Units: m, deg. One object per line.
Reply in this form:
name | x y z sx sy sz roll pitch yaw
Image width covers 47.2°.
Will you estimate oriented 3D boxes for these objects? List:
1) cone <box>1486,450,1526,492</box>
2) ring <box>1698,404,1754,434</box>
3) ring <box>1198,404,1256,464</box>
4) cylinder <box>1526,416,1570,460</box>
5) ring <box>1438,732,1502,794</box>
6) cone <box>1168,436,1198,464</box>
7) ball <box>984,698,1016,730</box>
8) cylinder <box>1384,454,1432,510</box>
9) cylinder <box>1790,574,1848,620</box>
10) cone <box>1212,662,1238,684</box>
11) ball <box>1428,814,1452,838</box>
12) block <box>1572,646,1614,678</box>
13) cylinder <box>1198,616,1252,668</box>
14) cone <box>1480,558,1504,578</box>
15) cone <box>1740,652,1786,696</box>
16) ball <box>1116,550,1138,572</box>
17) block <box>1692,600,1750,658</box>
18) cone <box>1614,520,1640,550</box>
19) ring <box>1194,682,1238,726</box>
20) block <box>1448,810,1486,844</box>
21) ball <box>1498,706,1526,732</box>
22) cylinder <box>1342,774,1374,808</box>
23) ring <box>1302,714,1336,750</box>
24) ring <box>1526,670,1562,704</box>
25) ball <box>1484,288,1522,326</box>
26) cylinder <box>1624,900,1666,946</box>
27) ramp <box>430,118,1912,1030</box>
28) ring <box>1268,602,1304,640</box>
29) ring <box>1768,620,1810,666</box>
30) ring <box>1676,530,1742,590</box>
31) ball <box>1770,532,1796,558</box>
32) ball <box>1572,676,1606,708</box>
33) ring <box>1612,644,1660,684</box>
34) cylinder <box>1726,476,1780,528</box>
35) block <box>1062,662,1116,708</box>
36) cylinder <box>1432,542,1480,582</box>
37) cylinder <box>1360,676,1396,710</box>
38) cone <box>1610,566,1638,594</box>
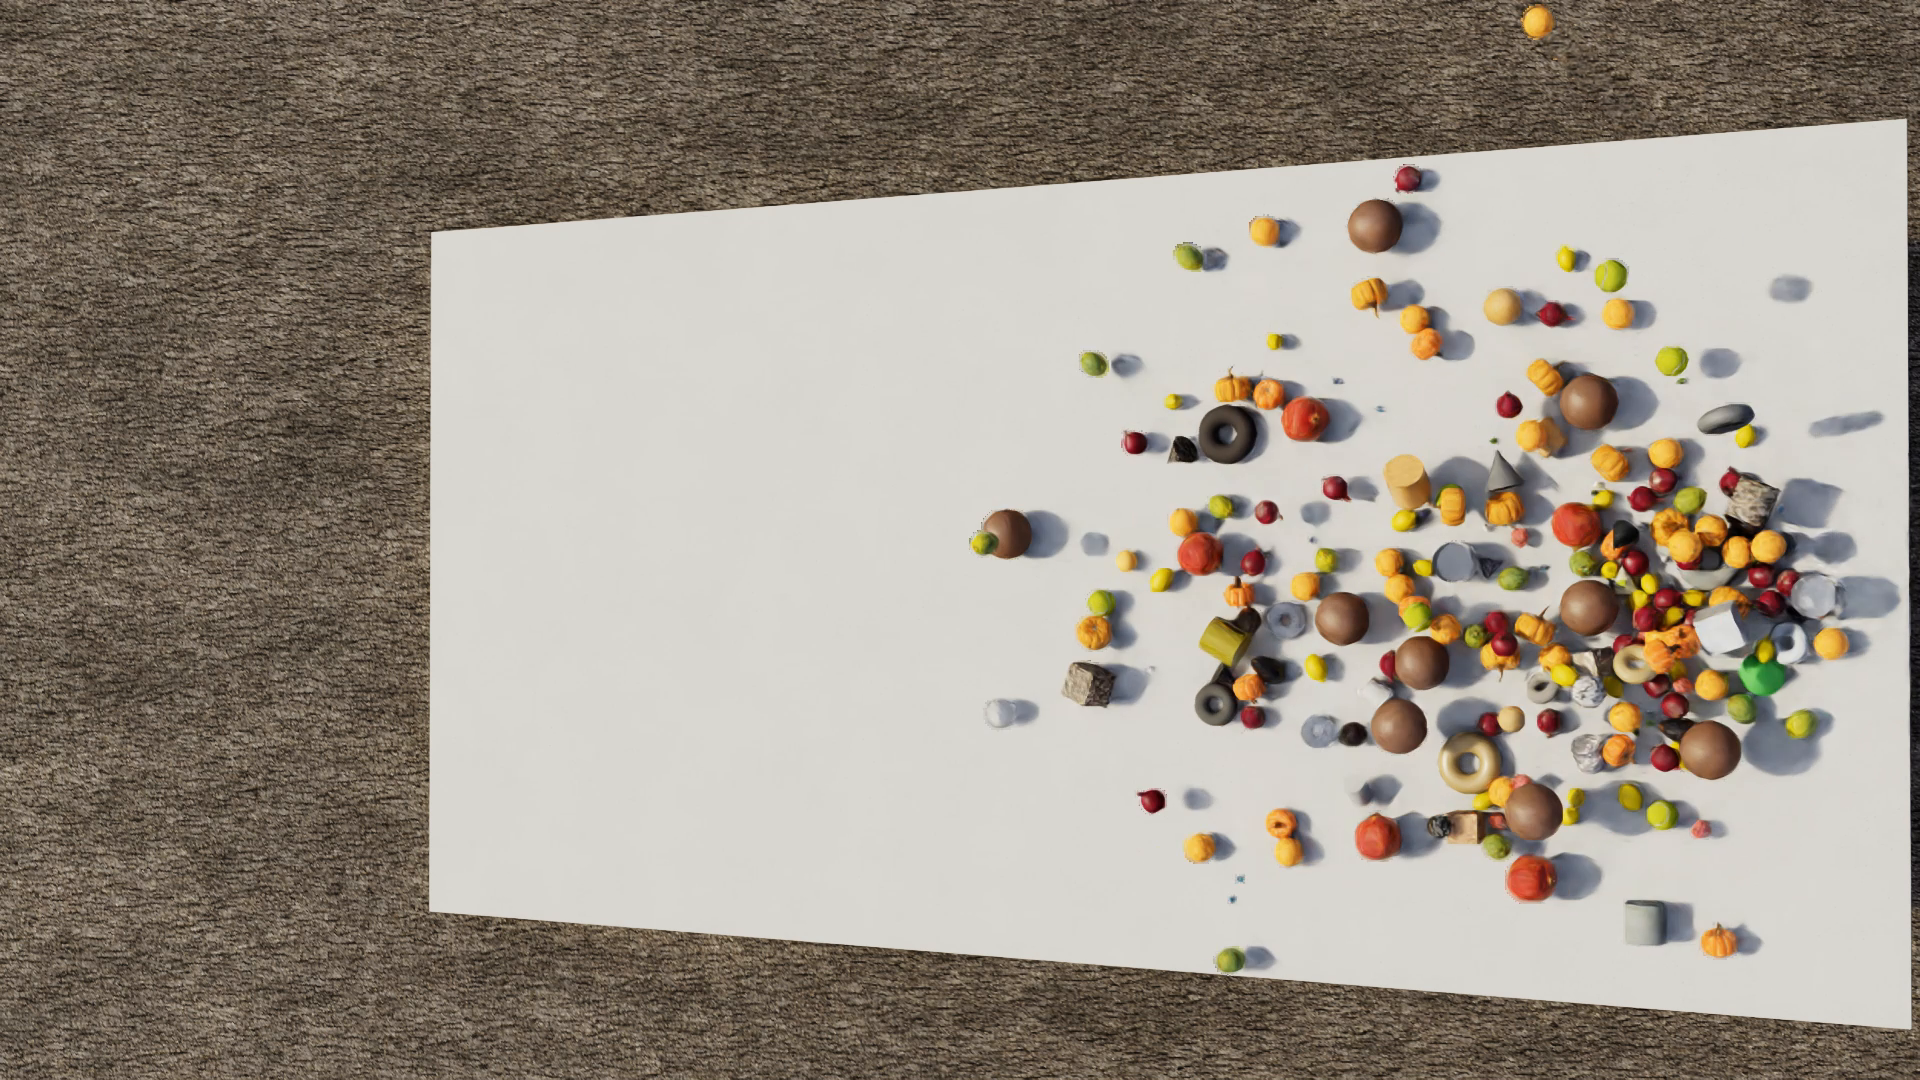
cone | 1.265 -0.168 5.141 0.095 0.095 0.095 -12 86 0
ring | 1.654 -0.261 4.750 0.120 0.120 0.040 -11 76 0
ring | 0.662 -0.261 5.451 0.148 0.049 0.148 0 91 24
cylinder | 1.367 -0.238 5.119 0.071 0.071 0.071 -35 75 0
ring | 1.204 0.527 5.196 0.149 0.050 0.149 -1 88 25
cone | 0.542 -0.210 5.512 0.075 0.075 0.075 18 54 -27
ball | 0.105 0.448 5.676 0.081 0.081 0.081 0 89 0
cylinder | 1.057 -0.137 5.192 0.095 0.095 0.095 -13 52 17
cylinder | 1.886 0.126 4.827 0.095 0.095 0.095 -4 83 37
cone | 0.663 0.342 5.455 0.057 0.057 0.057 28 89 -7
ball | 1.123 0.671 5.151 0.056 0.056 0.056 0 89 0
block | 1.460 0.284 5.062 0.061 0.061 0.061 -10 84 -32
cylinder | 0.654 0.251 5.423 0.094 0.094 0.094 32 89 21
cone | 1.258 0.059 5.184 0.054 0.054 0.054 -18 89 7
cone | 1.783 0.302 4.905 0.099 0.099 0.099 1 91 28
ball | 0.420 0.054 5.553 0.055 0.055 0.055 0 89 0
block | 1.683 0.195 4.865 0.085 0.085 0.085 -23 96 29
cone | 1.491 0.001 4.970 0.065 0.065 0.065 43 62 0
ring | 0.636 0.409 5.461 0.110 0.037 0.110 0 91 24
block | 1.194 0.677 5.183 0.071 0.071 0.071 -1 89 31
ball | 1.243 0.404 4.956 0.061 0.061 0.061 0 89 0
cylinder | 0.955 0.602 5.277 0.056 0.056 0.056 -36 124 0
ring | 0.873 0.467 5.357 0.087 0.029 0.087 0 89 26
ring | 1.359 0.341 5.114 0.093 0.093 0.031 -48 117 -1
ball | 1.273 -0.547 5.156 0.089 0.089 0.089 0 89 0
cylinder | 1.561 0.872 5.008 0.090 0.090 0.090 -1 89 0
ramp | 0.283 0.083 5.700 4.000 0.100 2.000 0 89 24
ring | 0.799 0.197 5.393 0.095 0.032 0.095 0 91 25
ring | 1.846 0.229 4.900 0.033 0.100 0.100 2 89 -37
ring | 1.696 0.046 4.980 0.140 0.047 0.140 0 91 23
ball | 1.837 0.010 4.910 0.057 0.057 0.057 0 89 0
ball | 1.429 0.345 4.996 0.076 0.076 0.076 0 89 0
ring | 1.530 0.281 4.974 0.104 0.035 0.104 -10 47 11
cylinder | 1.751 -0.084 4.856 0.089 0.089 0.089 19 101 0
block | 0.325 0.366 5.555 0.086 0.086 0.086 27 105 44
cylinder | 1.171 0.054 5.191 0.094 0.094 0.094 0 89 24
cylinder | 1.003 0.369 5.283 0.060 0.060 0.060 -47 64 0
cone | 1.519 0.085 5.037 0.061 0.061 0.061 -14 113 0
